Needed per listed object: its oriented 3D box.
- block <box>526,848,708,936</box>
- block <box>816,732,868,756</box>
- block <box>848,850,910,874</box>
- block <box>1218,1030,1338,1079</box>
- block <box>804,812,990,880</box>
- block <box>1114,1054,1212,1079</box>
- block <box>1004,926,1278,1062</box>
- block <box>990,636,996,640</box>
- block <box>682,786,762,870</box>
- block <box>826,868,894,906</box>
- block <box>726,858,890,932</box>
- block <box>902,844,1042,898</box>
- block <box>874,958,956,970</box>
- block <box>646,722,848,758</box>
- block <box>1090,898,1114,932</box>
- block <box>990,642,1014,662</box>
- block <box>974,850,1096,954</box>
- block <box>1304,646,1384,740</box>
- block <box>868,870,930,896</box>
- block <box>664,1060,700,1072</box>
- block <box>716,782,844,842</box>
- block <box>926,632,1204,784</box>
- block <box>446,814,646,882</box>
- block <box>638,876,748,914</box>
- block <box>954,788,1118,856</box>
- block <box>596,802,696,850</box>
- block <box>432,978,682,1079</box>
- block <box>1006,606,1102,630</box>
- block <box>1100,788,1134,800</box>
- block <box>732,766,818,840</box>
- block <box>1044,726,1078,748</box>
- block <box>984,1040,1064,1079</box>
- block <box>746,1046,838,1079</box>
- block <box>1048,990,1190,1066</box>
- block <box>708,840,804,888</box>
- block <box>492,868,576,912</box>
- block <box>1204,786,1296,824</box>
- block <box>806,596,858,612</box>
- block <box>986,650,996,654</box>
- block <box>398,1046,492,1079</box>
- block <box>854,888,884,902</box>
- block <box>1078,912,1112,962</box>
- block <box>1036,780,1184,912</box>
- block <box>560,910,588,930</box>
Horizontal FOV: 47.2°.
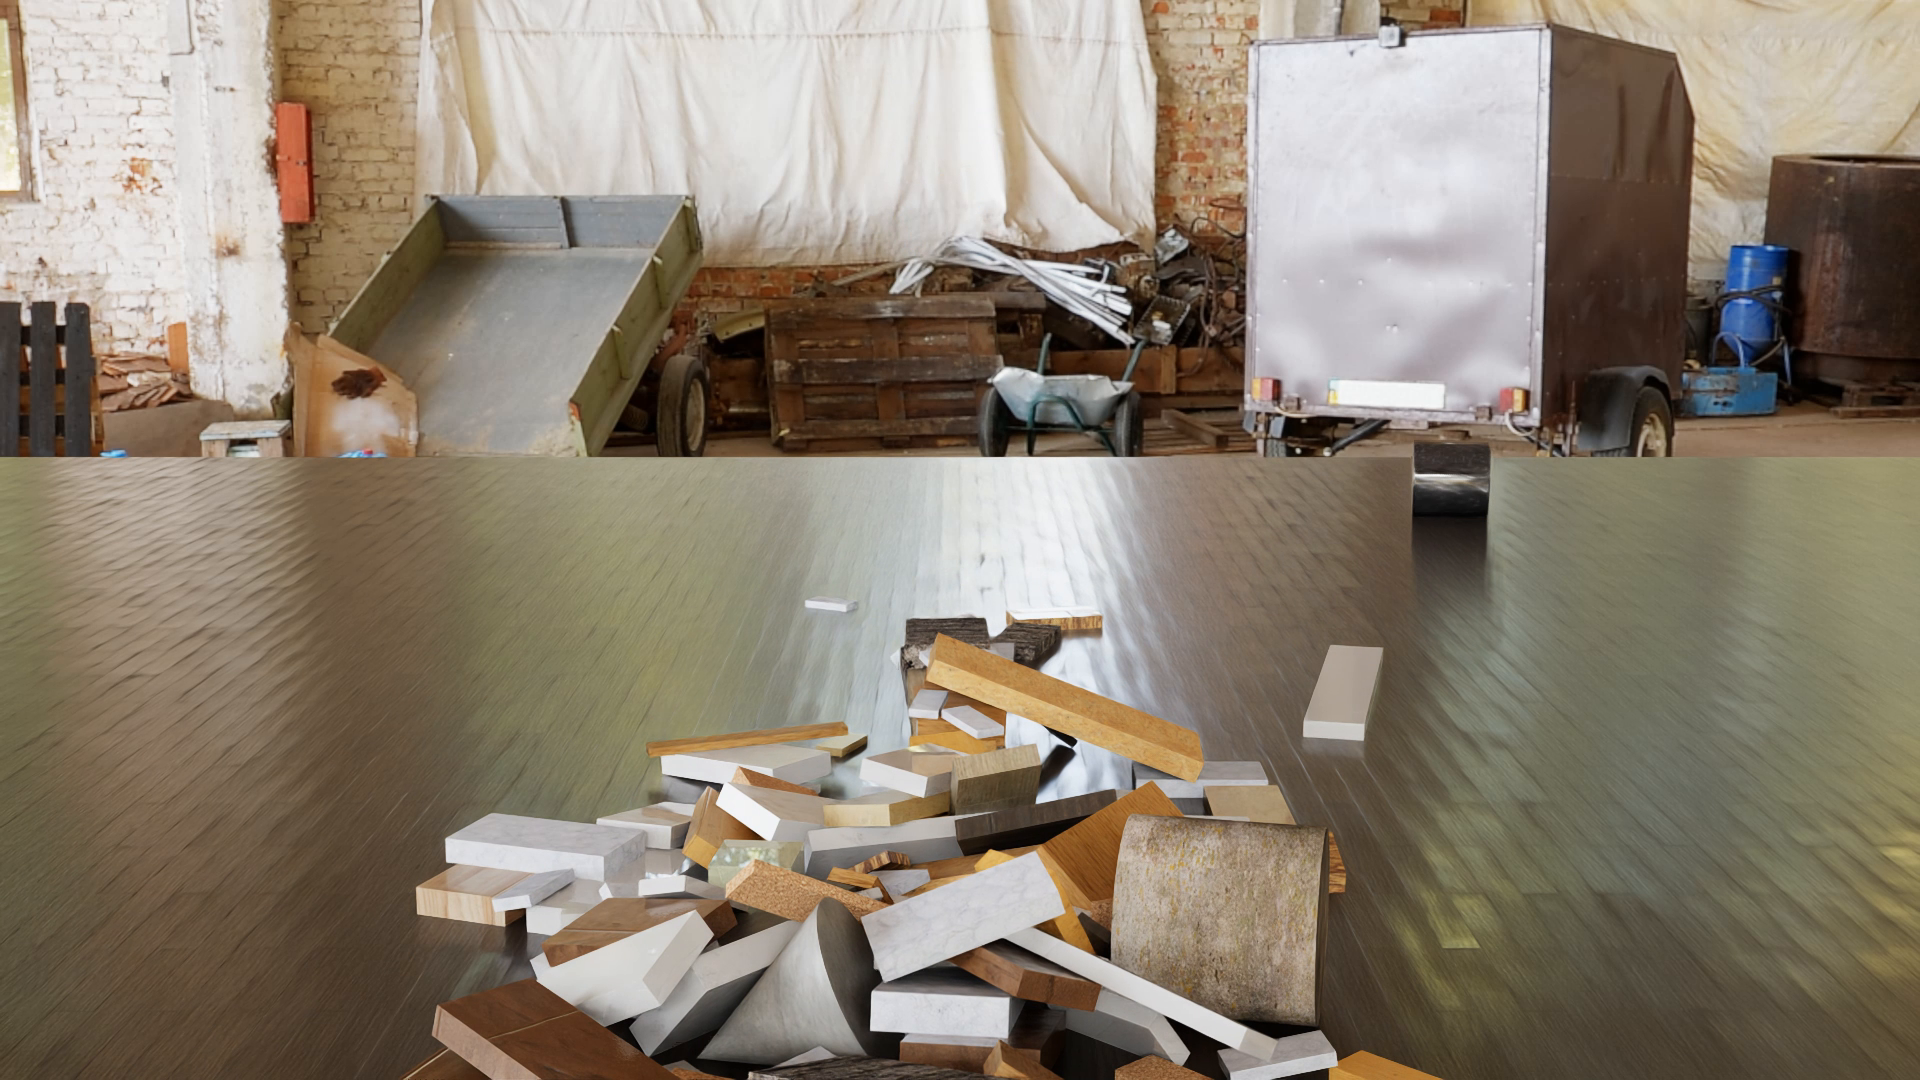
[{"bbox_3d":[-0.554,0.577,3.613,0.164,0.047,0.329,4,11,20],"label":"block"},{"bbox_3d":[-0.243,0.421,4.534,0.059,0.017,0.118,5,12,24],"label":"block"},{"bbox_3d":[-0.157,0.548,3.598,0.139,0.020,0.069,-28,-24,20],"label":"block"},{"bbox_3d":[0.427,0.699,2.966,0.146,0.021,0.073,-10,12,-5],"label":"block"},{"bbox_3d":[-0.053,0.520,3.696,0.434,0.137,0.039,-4,52,-18],"label":"block"},{"bbox_3d":[0.283,0.721,2.905,0.073,0.021,0.146,-10,14,-42],"label":"block"},{"bbox_3d":[0.214,0.588,2.940,0.436,0.030,0.105,19,-9,35],"label":"block"},{"bbox_3d":[0.049,0.257,5.411,0.063,0.018,0.127,2,11,11],"label":"block"},{"bbox_3d":[-0.397,0.514,3.775,0.137,0.039,0.274,34,8,-7],"label":"block"},{"bbox_3d":[-0.136,0.568,3.396,0.082,0.164,0.023,7,51,32],"label":"block"},{"bbox_3d":[-0.158,0.527,3.094,0.351,0.076,0.021,24,41,-27],"label":"block"},{"bbox_3d":[0.025,0.542,3.520,0.335,0.047,0.167,-14,0,31],"label":"block"},{"bbox_3d":[-0.052,0.561,3.085,0.151,0.076,0.021,5,-5,-38],"label":"block"},{"bbox_3d":[-0.423,0.396,4.378,0.397,0.017,0.059,-5,8,-13],"label":"block"},{"bbox_3d":[0.221,0.588,3.227,0.061,0.121,0.017,-3,7,-33],"label":"block"},{"bbox_3d":[0.067,0.279,5.080,0.113,0.032,0.227,1,11,2],"label":"block"},{"bbox_3d":[0.124,0.563,3.159,0.129,0.257,0.036,11,46,46],"label":"block"},{"bbox_3d":[0.867,0.336,4.941,0.126,0.036,0.709,3,11,14],"label":"block"},{"bbox_3d":[-0.118,0.544,3.484,0.069,0.020,0.139,-19,5,-41],"label":"block"},{"bbox_3d":[-0.360,0.724,2.896,0.066,0.019,0.132,-7,13,-35],"label":"block"},{"bbox_3d":[-0.242,0.480,3.743,0.148,0.042,0.341,27,6,41],"label":"block"},{"bbox_3d":[0.202,0.321,4.221,0.548,0.044,0.157,21,16,-4],"label":"block"},{"bbox_3d":[-0.697,0.515,3.702,0.295,0.042,0.148,4,11,18],"label":"block"},{"bbox_3d":[-0.395,0.530,3.269,0.082,0.023,0.164,-11,-24,27],"label":"block"},{"bbox_3d":[0.137,0.483,3.627,0.268,0.038,0.134,-12,-35,6],"label":"block"},{"bbox_3d":[-0.517,0.503,3.887,0.139,0.039,0.278,4,0,17],"label":"block"},{"bbox_3d":[-0.500,0.650,2.746,0.307,0.043,0.153,23,18,35],"label":"block"},{"bbox_3d":[0.242,0.203,5.664,0.227,0.032,0.113,-2,11,-12],"label":"block"},{"bbox_3d":[0.317,0.489,4.173,0.105,0.015,0.053,1,11,8],"label":"block"},{"bbox_3d":[-0.297,0.491,3.889,0.157,0.044,0.314,21,5,-21],"label":"block"},{"bbox_3d":[0.138,0.340,4.498,0.261,0.019,0.067,41,-6,-30],"label":"block"},{"bbox_3d":[0.150,0.689,2.602,0.263,0.037,0.131,32,-2,0],"label":"block"},{"bbox_3d":[-0.210,0.714,2.738,0.131,0.037,0.263,25,19,30],"label":"block"},{"bbox_3d":[0.207,0.659,3.024,0.210,0.105,0.030,10,54,44],"label":"block"},{"bbox_3d":[-0.320,0.559,3.483,0.130,0.130,0.130,1,11,5],"label":"block"},{"bbox_3d":[-0.683,0.561,3.530,0.069,0.020,0.138,-12,6,22],"label":"block"},{"bbox_3d":[0.523,0.503,3.969,0.139,0.039,0.347,0,7,2],"label":"block"},{"bbox_3d":[-0.343,0.170,5.880,0.127,0.018,0.063,6,12,27],"label":"block"},{"bbox_3d":[0.041,0.248,4.361,0.067,0.019,0.133,1,16,-2],"label":"block"},{"bbox_3d":[-0.600,0.682,2.782,0.153,0.043,0.307,4,11,20],"label":"block"},{"bbox_3d":[-0.178,0.546,3.241,0.121,0.060,0.017,-7,55,-34],"label":"block"},{"bbox_3d":[0.191,0.586,3.157,0.061,0.122,0.017,33,58,22],"label":"block"},{"bbox_3d":[0.248,0.479,3.386,0.134,0.038,0.301,48,38,17],"label":"block"},{"bbox_3d":[-0.546,0.605,3.396,0.138,0.069,0.020,-1,12,-4],"label":"block"}]
